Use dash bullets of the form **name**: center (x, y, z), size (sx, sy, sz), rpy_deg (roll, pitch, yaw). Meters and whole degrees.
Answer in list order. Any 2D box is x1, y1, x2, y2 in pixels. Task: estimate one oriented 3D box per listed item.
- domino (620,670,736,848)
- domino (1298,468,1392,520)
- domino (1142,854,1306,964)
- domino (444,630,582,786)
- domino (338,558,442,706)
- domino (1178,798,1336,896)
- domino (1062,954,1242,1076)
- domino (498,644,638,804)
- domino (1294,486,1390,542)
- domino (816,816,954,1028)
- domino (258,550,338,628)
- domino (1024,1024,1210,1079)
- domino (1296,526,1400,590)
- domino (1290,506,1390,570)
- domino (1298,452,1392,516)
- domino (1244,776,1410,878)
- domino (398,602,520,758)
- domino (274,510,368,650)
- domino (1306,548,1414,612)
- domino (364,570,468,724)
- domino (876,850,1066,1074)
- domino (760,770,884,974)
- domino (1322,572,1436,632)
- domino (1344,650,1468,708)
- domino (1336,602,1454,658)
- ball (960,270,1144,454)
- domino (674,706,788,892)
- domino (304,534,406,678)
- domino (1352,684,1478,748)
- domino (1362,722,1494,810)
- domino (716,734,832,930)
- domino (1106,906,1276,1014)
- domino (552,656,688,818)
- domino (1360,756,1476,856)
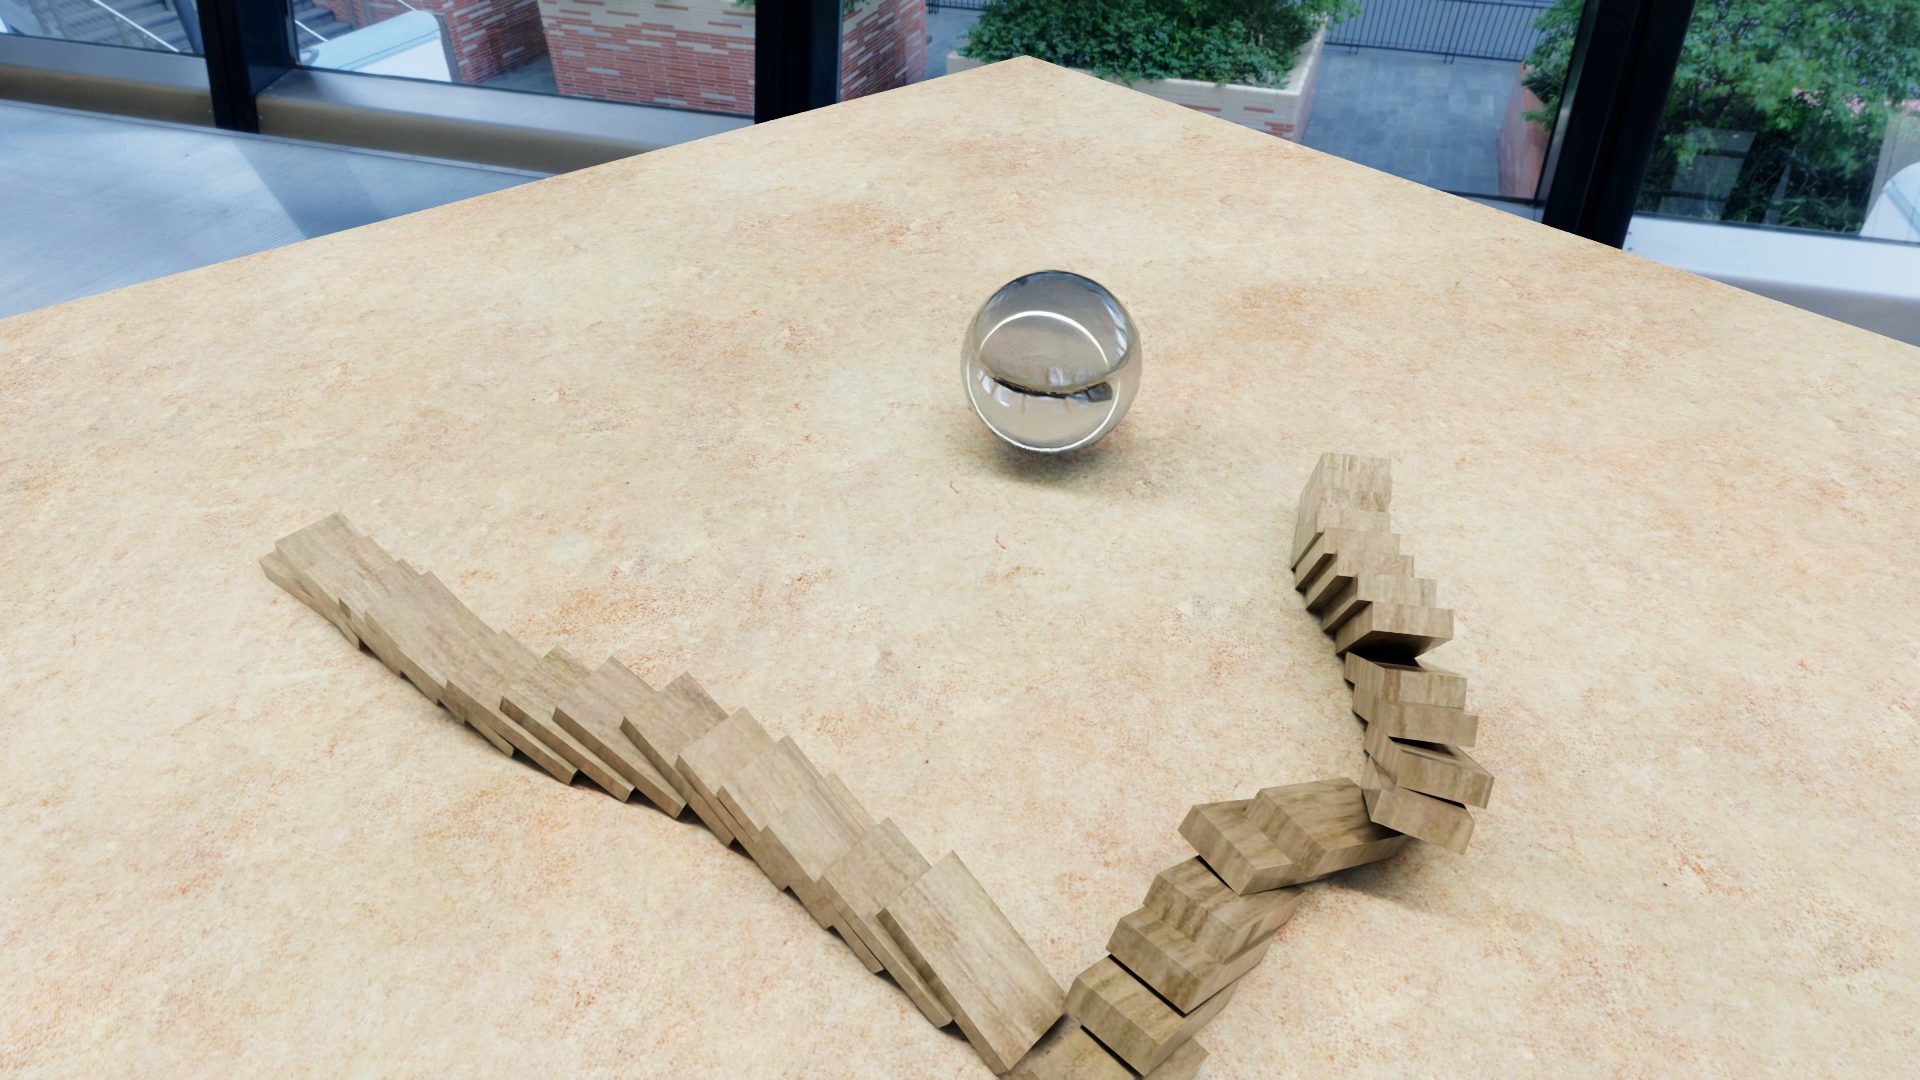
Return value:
- **domino**: center (-0.079, 0.068, 0.343), size (0.050, 0.010, 0.025), rpy_deg (45, 50, 8)
- **domino**: center (0.150, -0.013, 0.430), size (0.025, 0.050, 0.009), rpy_deg (8, 74, 9)
- **domino**: center (0.074, 0.098, 0.302), size (0.025, 0.009, 0.050), rpy_deg (31, 15, 33)
- **domino**: center (-0.139, 0.054, 0.359), size (0.050, 0.010, 0.025), rpy_deg (37, 46, 0)
- **domino**: center (-0.191, 0.032, 0.388), size (0.050, 0.010, 0.025), rpy_deg (42, 50, 7)
- **domino**: center (0.088, 0.087, 0.318), size (0.050, 0.010, 0.025), rpy_deg (8, 27, -43)
- **domino**: center (0.051, 0.116, 0.283), size (0.025, 0.009, 0.050), rpy_deg (31, 18, 32)
- **domino**: center (-0.119, 0.059, 0.354), size (0.050, 0.009, 0.025), rpy_deg (37, 46, 0)
- **domino**: center (0.145, -0.006, 0.422), size (0.025, 0.050, 0.009), rpy_deg (8, 74, 9)
- **domino**: center (-0.013, 0.104, 0.300), size (0.050, 0.009, 0.025), rpy_deg (47, 54, 9)
- **domino**: center (-0.245, 0.014, 0.426), size (0.050, 0.010, 0.025), rpy_deg (24, 45, 26)
- **domino**: center (0.038, 0.129, 0.266), size (0.025, 0.010, 0.050), rpy_deg (36, 23, 29)
- **domino**: center (0.141, 0.008, 0.404), size (0.025, 0.050, 0.009), rpy_deg (6, 74, 7)
- **domino**: center (0.142, 0.001, 0.413), size (0.025, 0.050, 0.009), rpy_deg (6, 74, 8)
- **domino**: center (0.153, -0.020, 0.439), size (0.025, 0.050, 0.009), rpy_deg (8, 74, 9)
- **domino**: center (0.109, 0.083, 0.323), size (0.050, 0.009, 0.025), rpy_deg (6, 28, -42)
- **domino**: center (-0.159, 0.046, 0.368), size (0.050, 0.010, 0.025), rpy_deg (40, 50, 2)
- **domino**: center (-0.227, 0.015, 0.408), size (0.050, 0.010, 0.025), rpy_deg (45, 51, 9)
- **domino**: center (0.142, 0.016, 0.395), size (0.025, 0.050, 0.010), rpy_deg (6, 74, 7)
- **domino**: center (-0.177, 0.037, 0.378), size (0.050, 0.010, 0.025), rpy_deg (44, 50, 5)
- **domino**: center (0.004, 0.111, 0.291), size (0.025, 0.010, 0.050), rpy_deg (-32, 76, -35)
- **domino**: center (-0.030, 0.093, 0.311), size (0.025, 0.010, 0.050), rpy_deg (-36, 81, -36)
- **domino**: center (0.146, 0.024, 0.385), size (0.025, 0.050, 0.010), rpy_deg (6, 74, 7)
- **domino**: center (0.146, 0.046, 0.365), size (0.025, 0.009, 0.050), rpy_deg (6, 1, 7)
- **domino**: center (0.147, 0.032, 0.376), size (0.025, 0.050, 0.009), rpy_deg (6, 76, 7)
- **ball**: center (0.040, -0.078, 0.482), size (0.080, 0.080, 0.080), rpy_deg (0, 39, 0)
- **domino**: center (-0.060, 0.078, 0.332), size (0.050, 0.010, 0.025), rpy_deg (47, 54, 10)
- **domino**: center (-0.208, 0.024, 0.398), size (0.050, 0.009, 0.025), rpy_deg (42, 50, 7)
- **domino**: center (0.145, 0.055, 0.353), size (0.025, 0.009, 0.050), rpy_deg (7, 1, 8)
- **domino**: center (0.142, 0.068, 0.337), size (0.025, 0.010, 0.050), rpy_deg (14, 5, 9)
- **domino**: center (-0.045, 0.085, 0.321), size (0.025, 0.009, 0.050), rpy_deg (-36, 81, -36)
- **domino**: center (0.062, 0.107, 0.293), size (0.025, 0.010, 0.050), rpy_deg (31, 15, 33)
- **domino**: center (-0.101, 0.062, 0.349), size (0.050, 0.009, 0.025), rpy_deg (38, 46, 2)
- **domino**: center (0.134, 0.077, 0.326), size (0.025, 0.009, 0.050), rpy_deg (19, 6, 16)
